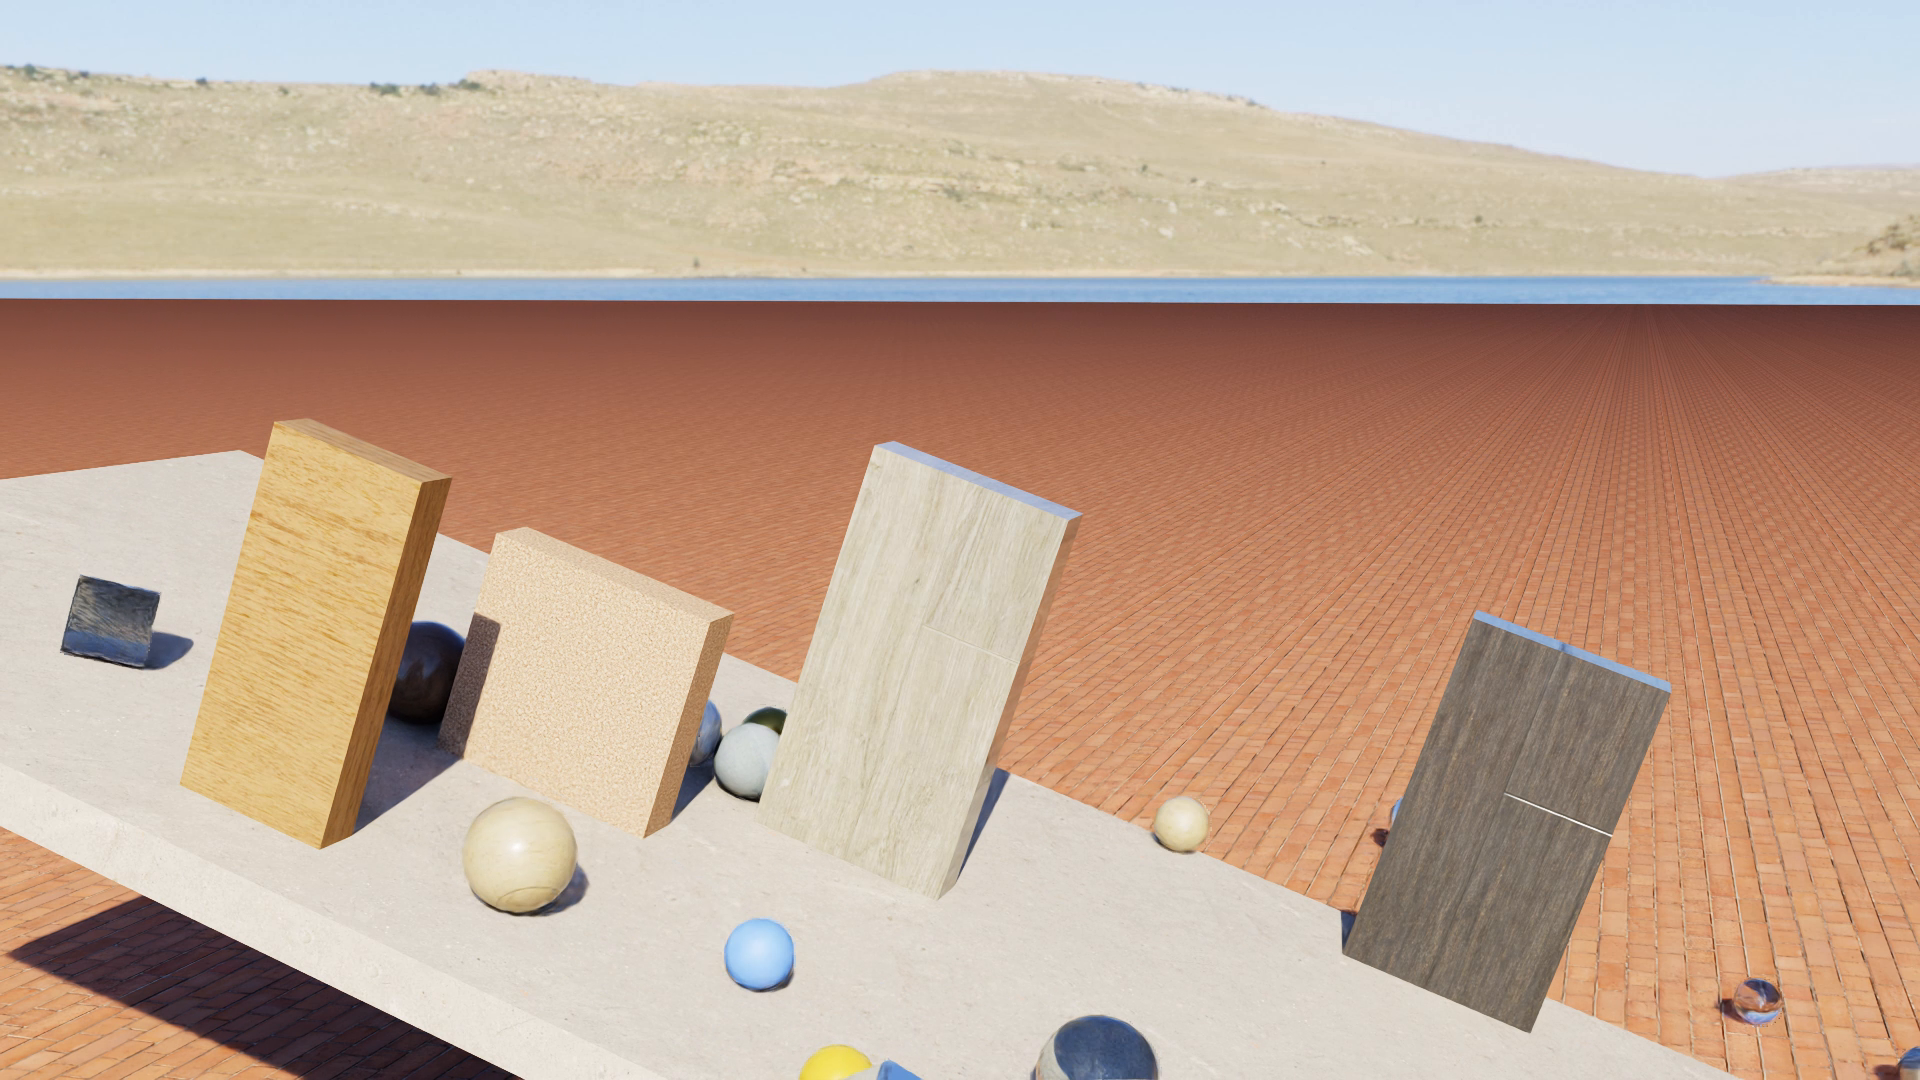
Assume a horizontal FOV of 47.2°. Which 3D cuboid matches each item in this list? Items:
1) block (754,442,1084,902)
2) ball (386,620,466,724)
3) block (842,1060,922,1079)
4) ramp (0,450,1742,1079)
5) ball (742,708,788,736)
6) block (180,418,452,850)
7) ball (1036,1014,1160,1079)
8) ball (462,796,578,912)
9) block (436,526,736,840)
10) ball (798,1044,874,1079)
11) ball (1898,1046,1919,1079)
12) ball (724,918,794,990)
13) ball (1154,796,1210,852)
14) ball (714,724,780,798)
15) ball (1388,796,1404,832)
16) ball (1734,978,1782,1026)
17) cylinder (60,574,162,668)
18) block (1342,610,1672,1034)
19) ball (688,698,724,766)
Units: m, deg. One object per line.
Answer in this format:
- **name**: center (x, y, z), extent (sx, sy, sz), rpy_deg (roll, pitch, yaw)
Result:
- **block**: center (-0.086, 0.250, 4.226), extent (0.399, 0.784, 0.114), rpy_deg (21, 12, 14)
- **ball**: center (-1.027, 0.253, 4.209), extent (0.200, 0.200, 0.200), rpy_deg (0, 7, 0)
- **block**: center (-0.104, 0.842, 3.128), extent (0.130, 0.130, 0.130), rpy_deg (25, 14, 28)
- **ramp**: center (-0.345, 0.641, 4.218), extent (4.000, 0.100, 2.000), rpy_deg (21, 12, 14)
- **ball**: center (-0.397, 0.416, 4.583), extent (0.135, 0.135, 0.135), rpy_deg (0, 7, 0)
- **block**: center (-1.050, 0.152, 3.573), extent (0.277, 0.638, 0.094), rpy_deg (21, 12, 14)
- **ball**: center (0.215, 0.842, 3.442), extent (0.195, 0.195, 0.195), rpy_deg (0, 7, 0)
- **ball**: center (-0.714, 0.510, 3.567), extent (0.185, 0.185, 0.185), rpy_deg (0, 7, 0)
- **block**: center (-0.701, 0.262, 4.096), extent (0.449, 0.434, 0.114), rpy_deg (21, 12, 14)
- **ball**: center (-0.179, 0.801, 3.230), extent (0.117, 0.117, 0.117), rpy_deg (0, 7, 0)
- **ball**: center (2.176, 1.200, 4.965), extent (0.108, 0.108, 0.108), rpy_deg (0, 7, 0)
- **ball**: center (-0.327, 0.674, 3.581), extent (0.115, 0.115, 0.115), rpy_deg (0, 7, 0)
- **ball**: center (0.499, 0.640, 4.948), extent (0.124, 0.124, 0.124), rpy_deg (0, 7, 0)
- **ball**: center (-0.418, 0.442, 4.401), extent (0.150, 0.150, 0.150), rpy_deg (0, 7, 0)
- **ball**: center (1.468, 0.905, 7.016), extent (0.204, 0.204, 0.204), rpy_deg (0, 7, 0)
- **ball**: center (1.970, 1.141, 5.434), extent (0.113, 0.113, 0.113), rpy_deg (0, 7, 0)
- **cylinder**: center (-1.554, 0.149, 4.026), extent (0.143, 0.143, 0.143), rpy_deg (15, 1, -20)
- **block**: center (1.132, 0.585, 4.578), extent (0.412, 0.773, 0.116), rpy_deg (21, 12, 14)
- **ball**: center (-0.553, 0.379, 4.427), extent (0.152, 0.152, 0.152), rpy_deg (0, 7, 0)
